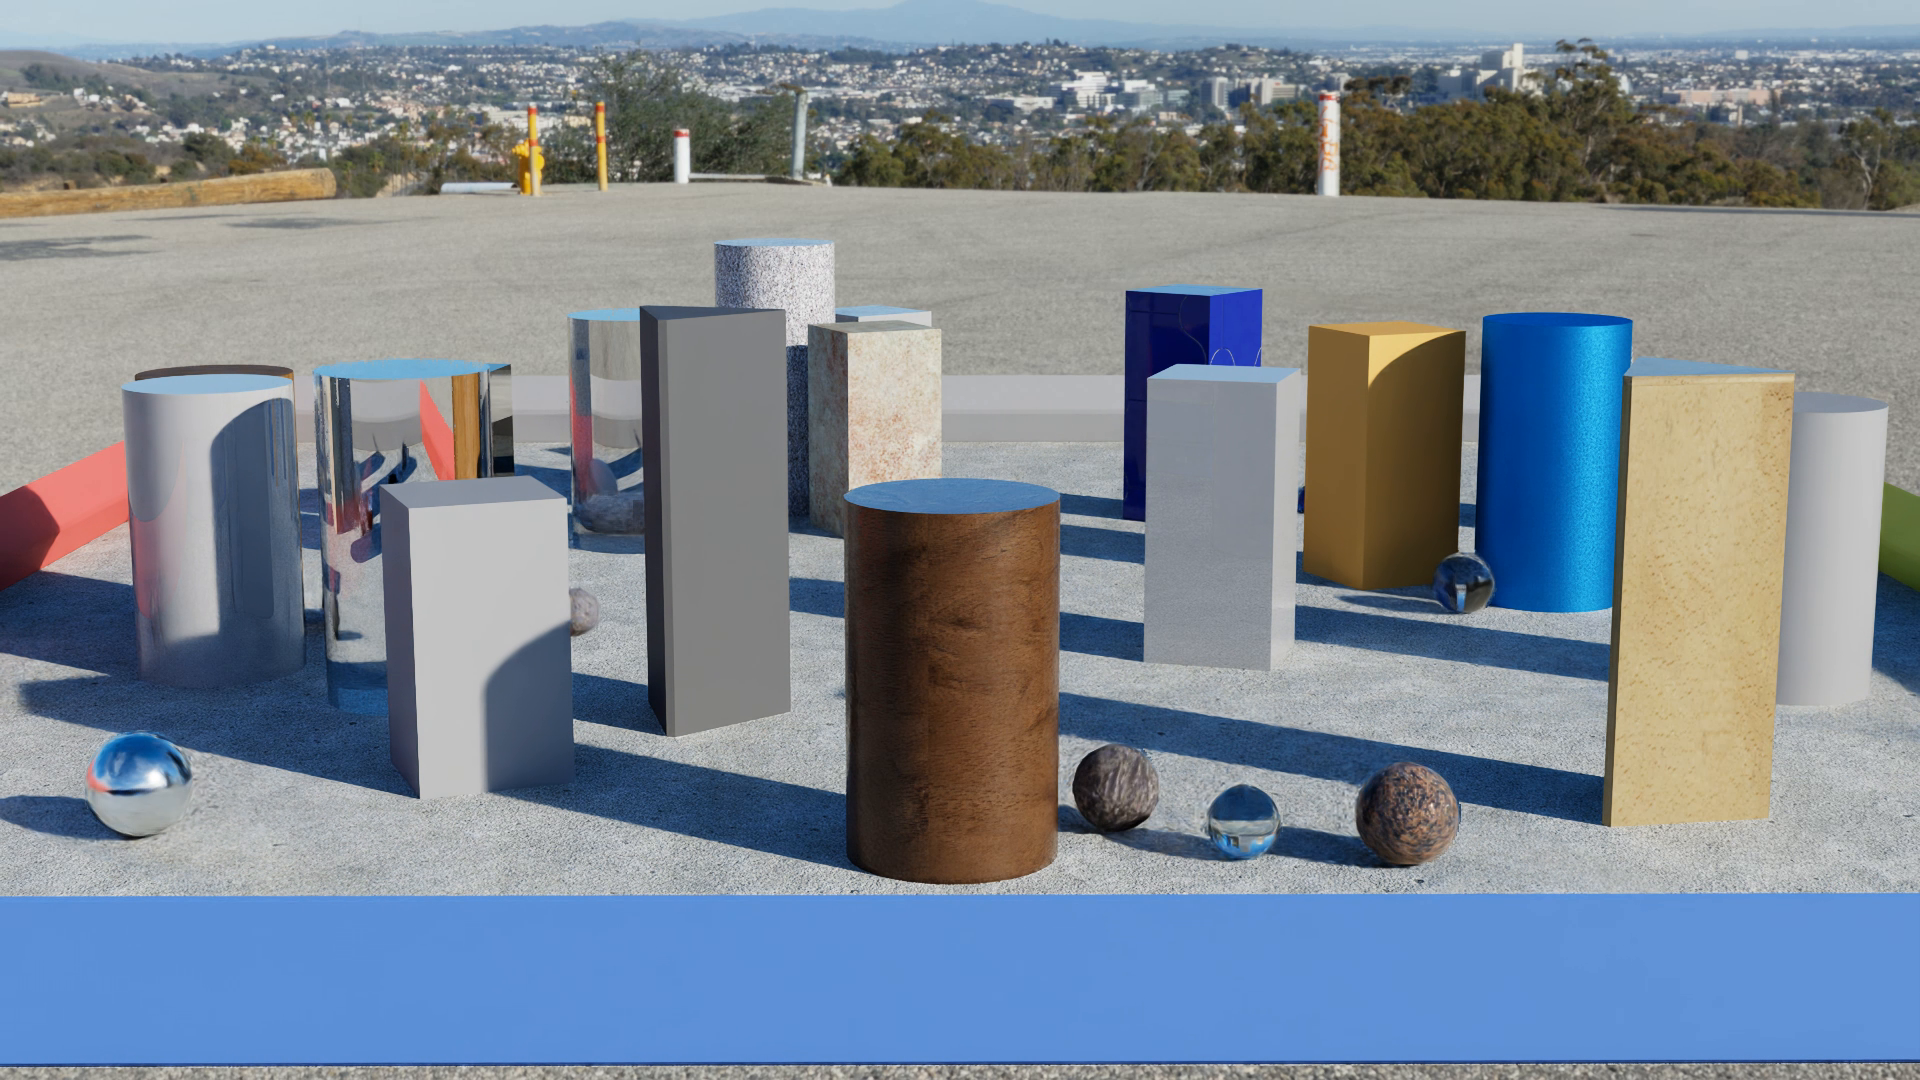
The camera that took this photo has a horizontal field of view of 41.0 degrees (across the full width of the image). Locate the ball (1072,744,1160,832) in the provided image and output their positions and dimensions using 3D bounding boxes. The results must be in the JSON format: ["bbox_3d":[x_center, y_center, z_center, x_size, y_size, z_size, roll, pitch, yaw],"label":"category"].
[{"bbox_3d":[0.150,0.238,2.470,0.084,0.084,0.084,0,10,0],"label":"ball"}]

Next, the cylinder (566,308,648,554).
[{"bbox_3d":[-0.499,-0.170,3.938,0.199,0.353,0.199,0,10,0],"label":"cylinder"}]

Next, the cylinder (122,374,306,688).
[{"bbox_3d":[-0.903,-0.015,3.109,0.199,0.350,0.199,0,10,0],"label":"cylinder"}]

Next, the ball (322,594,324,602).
[{"bbox_3d":[-0.801,0.070,3.385,0.081,0.081,0.081,0,10,0],"label":"ball"}]

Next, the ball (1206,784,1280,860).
[{"bbox_3d":[0.264,0.262,2.384,0.068,0.068,0.068,0,10,0],"label":"ball"}]

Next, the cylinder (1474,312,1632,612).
[{"bbox_3d":[0.811,-0.110,3.520,0.199,0.386,0.199,0,10,0],"label":"cylinder"}]

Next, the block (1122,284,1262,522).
[{"bbox_3d":[0.377,-0.220,4.157,0.159,0.371,0.159,8,13,37],"label":"block"}]

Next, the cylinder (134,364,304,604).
[{"bbox_3d":[-0.966,-0.053,3.357,0.199,0.333,0.199,0,10,0],"label":"cylinder"}]

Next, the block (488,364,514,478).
[{"bbox_3d":[-0.774,-0.120,3.873,0.159,0.278,0.159,1,11,7],"label":"block"}]

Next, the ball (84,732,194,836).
[{"bbox_3d":[-0.785,0.234,2.452,0.099,0.099,0.099,0,10,0],"label":"ball"}]

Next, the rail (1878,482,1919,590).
[{"bbox_3d":[1.324,0.032,3.456,0.045,0.129,3.192,0,10,0],"label":"rail"}]

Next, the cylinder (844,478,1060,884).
[{"bbox_3d":[-0.007,0.126,2.377,0.199,0.339,0.199,0,10,0],"label":"cylinder"}]

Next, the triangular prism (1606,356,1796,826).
[{"bbox_3d":[0.697,0.046,2.536,0.172,0.439,0.149,-2,11,-10],"label":"triangular prism"}]

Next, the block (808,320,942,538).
[{"bbox_3d":[-0.136,-0.177,4.063,0.159,0.322,0.159,-5,12,-26],"label":"block"}]

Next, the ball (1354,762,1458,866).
[{"bbox_3d":[0.412,0.252,2.366,0.094,0.094,0.094,0,10,0],"label":"ball"}]

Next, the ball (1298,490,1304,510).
[{"bbox_3d":[0.580,-0.067,4.228,0.044,0.044,0.044,0,10,0],"label":"ball"}]

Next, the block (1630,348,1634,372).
[{"bbox_3d":[0.979,-0.168,4.087,0.159,0.295,0.159,2,11,10],"label":"block"}]

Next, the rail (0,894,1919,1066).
[{"bbox_3d":[0.009,0.319,1.903,2.695,0.129,0.045,0,10,0],"label":"rail"}]

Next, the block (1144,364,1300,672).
[{"bbox_3d":[0.327,-0.032,3.190,0.159,0.353,0.159,3,11,17],"label":"block"}]

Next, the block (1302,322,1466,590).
[{"bbox_3d":[0.605,-0.124,3.674,0.159,0.359,0.159,-5,11,-24],"label":"block"}]

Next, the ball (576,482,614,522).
[{"bbox_3d":[-0.589,-0.062,4.150,0.064,0.064,0.064,0,10,0],"label":"ball"}]

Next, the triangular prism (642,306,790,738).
[{"bbox_3d":[-0.307,-0.030,2.887,0.172,0.459,0.149,-10,14,-43],"label":"triangular prism"}]

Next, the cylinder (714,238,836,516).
[{"bbox_3d":[-0.305,-0.272,4.252,0.199,0.440,0.199,0,10,0],"label":"cylinder"}]

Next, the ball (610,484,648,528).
[{"bbox_3d":[-0.526,-0.054,4.096,0.068,0.068,0.068,0,10,0],"label":"ball"}]

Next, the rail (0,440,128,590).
[{"bbox_3d":[-1.324,0.035,3.441,0.045,0.129,3.192,0,10,0],"label":"rail"}]

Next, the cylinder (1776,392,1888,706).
[{"bbox_3d":[0.978,0.006,3.022,0.199,0.340,0.199,0,10,0],"label":"cylinder"}]

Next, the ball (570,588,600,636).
[{"bbox_3d":[-0.497,0.093,3.315,0.061,0.061,0.061,0,10,0],"label":"ball"}]

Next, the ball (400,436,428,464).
[{"bbox_3d":[-1.011,-0.168,4.754,0.052,0.052,0.052,0,10,0],"label":"ball"}]

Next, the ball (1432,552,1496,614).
[{"bbox_3d":[0.677,0.057,3.450,0.083,0.083,0.083,0,10,0],"label":"ball"}]

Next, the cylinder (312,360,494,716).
[{"bbox_3d":[-0.639,-0.007,2.971,0.199,0.384,0.199,0,10,0],"label":"cylinder"}]

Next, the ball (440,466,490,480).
[{"bbox_3d":[-0.793,-0.073,4.123,0.095,0.095,0.095,0,10,0],"label":"ball"}]

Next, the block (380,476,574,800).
[{"bbox_3d":[-0.500,0.096,2.654,0.159,0.297,0.159,-4,11,-22],"label":"block"}]

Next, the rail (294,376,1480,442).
[{"bbox_3d":[-0.009,-0.253,4.995,2.695,0.129,0.045,0,10,0],"label":"rail"}]

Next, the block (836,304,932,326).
[{"bbox_3d":[-0.162,-0.255,4.539,0.159,0.301,0.159,-8,13,-38],"label":"block"}]

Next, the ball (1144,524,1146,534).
[{"bbox_3d":[0.313,-0.018,3.908,0.064,0.064,0.064,0,10,0],"label":"ball"}]
